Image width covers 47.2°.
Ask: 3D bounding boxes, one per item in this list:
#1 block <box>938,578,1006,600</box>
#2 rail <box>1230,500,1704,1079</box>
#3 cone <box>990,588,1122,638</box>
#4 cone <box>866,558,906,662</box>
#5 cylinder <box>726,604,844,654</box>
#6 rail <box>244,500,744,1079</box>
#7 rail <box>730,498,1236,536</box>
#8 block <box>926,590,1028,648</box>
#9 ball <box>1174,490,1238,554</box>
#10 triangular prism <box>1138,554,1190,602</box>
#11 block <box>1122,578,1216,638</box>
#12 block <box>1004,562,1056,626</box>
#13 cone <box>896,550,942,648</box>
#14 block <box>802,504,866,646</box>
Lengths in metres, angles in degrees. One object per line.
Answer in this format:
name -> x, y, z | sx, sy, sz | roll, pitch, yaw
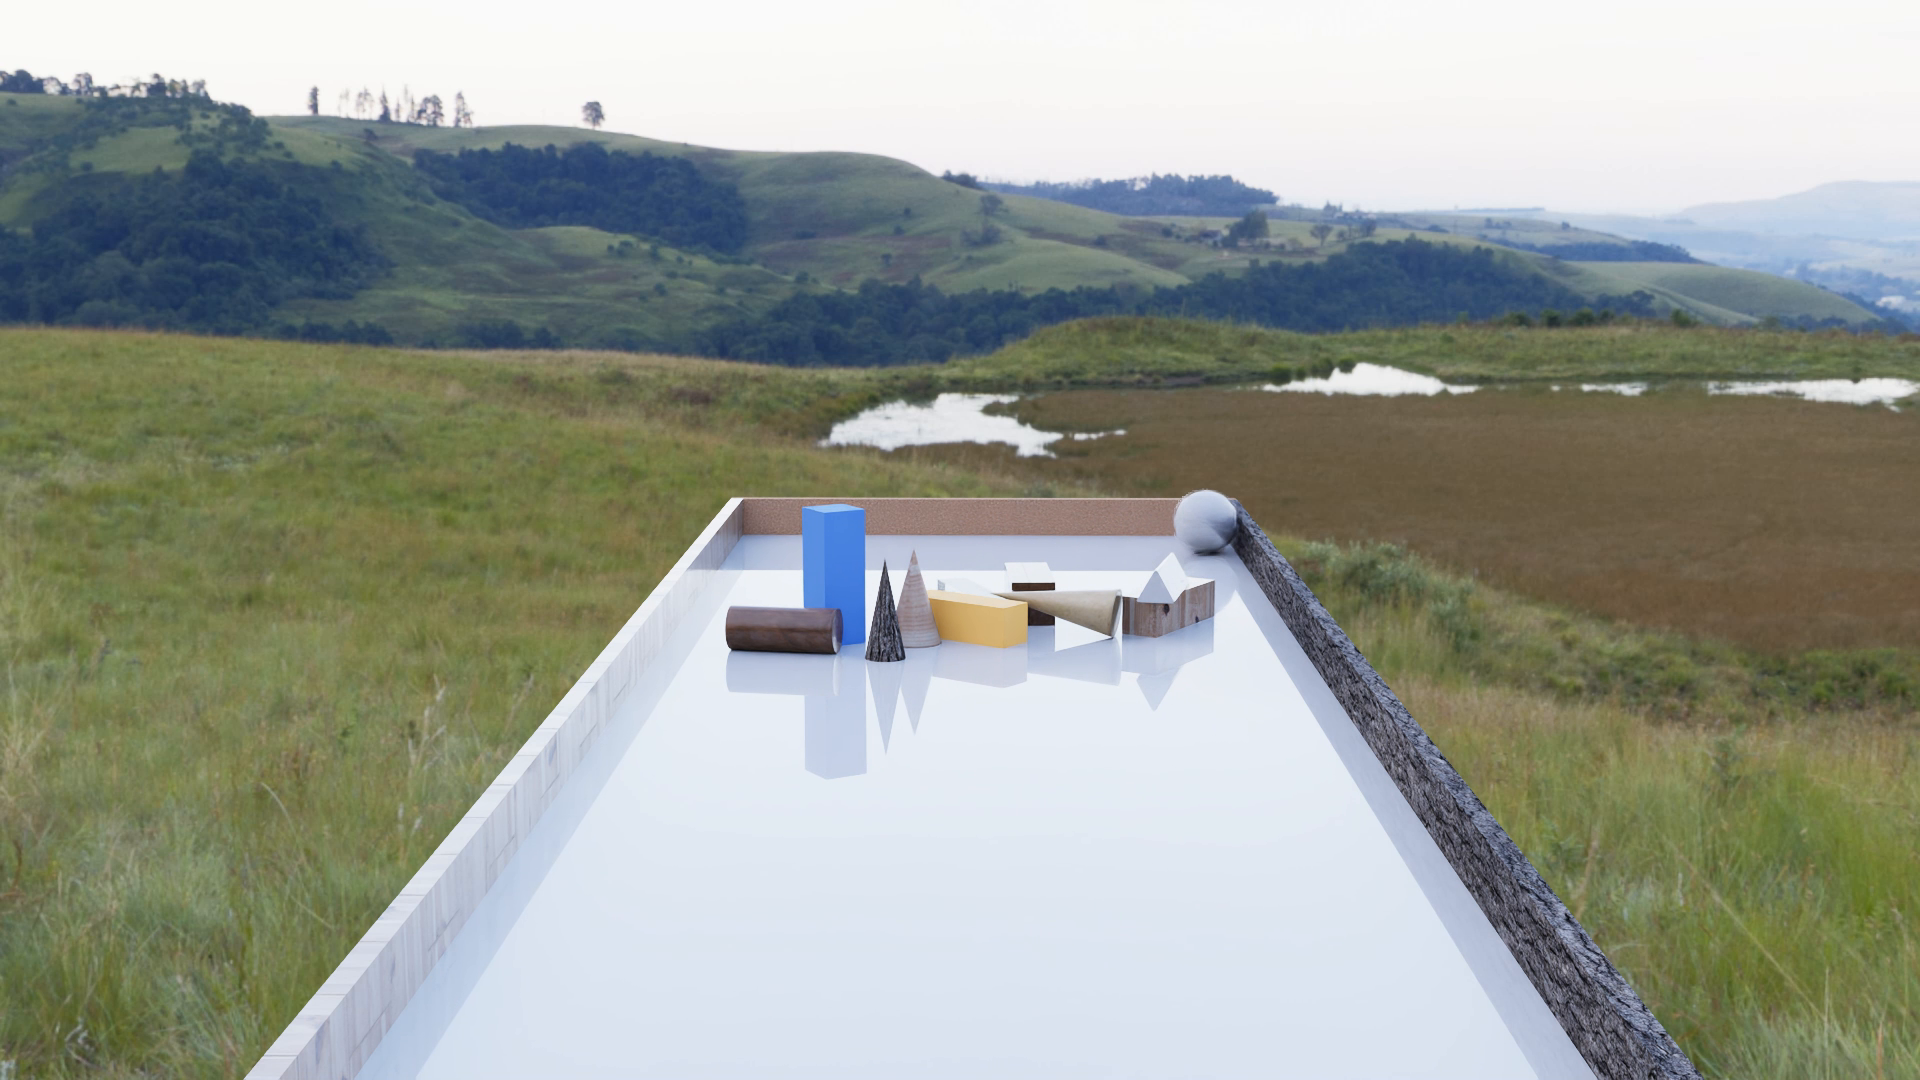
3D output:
block -> 0.043, 0.216, 7.320 | 0.102, 0.102, 0.453 | -3, 9, -18
rail -> 1.046, 0.843, 3.208 | 0.050, 0.150, 12.000 | 0, 9, 1
cone -> 0.298, 0.203, 7.083 | 0.424, 0.159, 0.159 | 9, 11, 14
cone -> -0.228, 0.207, 6.707 | 0.126, 0.312, 0.126 | 0, 9, 0
cylinder -> -0.545, 0.276, 6.826 | 0.341, 0.139, 0.139 | 2, 9, 11
rail -> -1.004, 0.839, 3.234 | 0.050, 0.150, 12.000 | 0, 9, 1
rail -> 0.099, -0.098, 9.147 | 2.100, 0.150, 0.050 | 0, 9, 1
block -> 0.021, 0.250, 7.025 | 0.387, 0.128, 0.128 | 7, 11, 37
ball -> 0.969, -0.070, 8.665 | 0.247, 0.247, 0.247 | 0, 9, 0
triangular prism -> 0.661, 0.119, 7.124 | 0.118, 0.102, 0.357 | 2, 9, 14
block -> 0.689, 0.218, 7.237 | 0.124, 0.124, 0.430 | 6, 11, 32
block -> 0.234, 0.180, 7.412 | 0.145, 0.145, 0.389 | 0, 9, -2
cone -> -0.145, 0.175, 6.932 | 0.174, 0.305, 0.174 | 0, 9, 0
block -> -0.398, 0.111, 6.949 | 0.145, 0.427, 0.145 | -6, 11, -31
